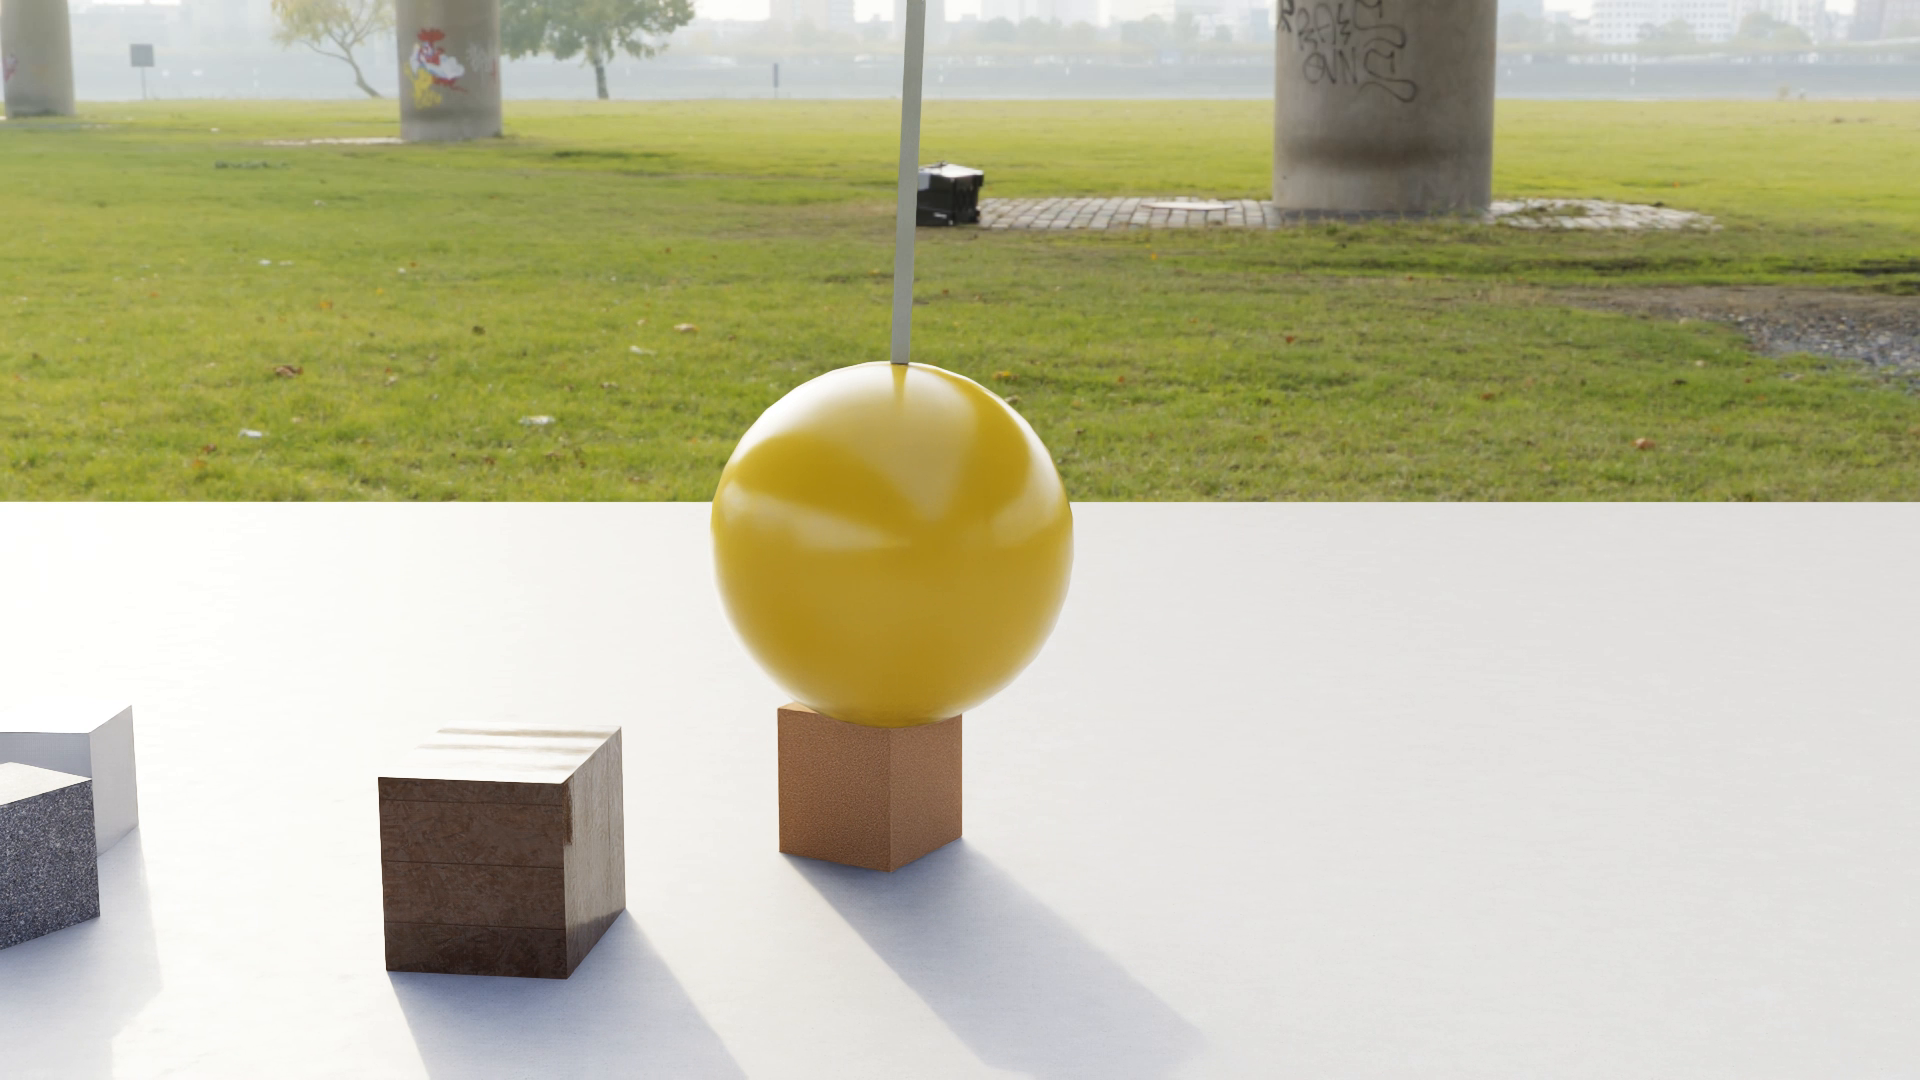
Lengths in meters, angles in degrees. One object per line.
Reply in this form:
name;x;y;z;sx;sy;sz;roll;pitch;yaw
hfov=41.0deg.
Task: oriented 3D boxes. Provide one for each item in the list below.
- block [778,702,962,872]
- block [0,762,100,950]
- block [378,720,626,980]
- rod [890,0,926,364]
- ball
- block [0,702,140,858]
block;-0.408;1.070;11.783;0.601;0.679;0.635;6;12;30
block;-4.006;1.315;10.658;0.513;0.598;0.605;6;12;31
block;-1.851;1.246;10.488;0.741;0.797;0.896;1;10;7
rod;-0.129;-3.320;10.577;0.080;5.200;0.080;3;10;-1
ball;-0.298;0.021;11.184;1.600;1.600;1.600;0;10;0
block;-4.164;1.103;11.852;0.530;0.589;0.531;0;10;3
